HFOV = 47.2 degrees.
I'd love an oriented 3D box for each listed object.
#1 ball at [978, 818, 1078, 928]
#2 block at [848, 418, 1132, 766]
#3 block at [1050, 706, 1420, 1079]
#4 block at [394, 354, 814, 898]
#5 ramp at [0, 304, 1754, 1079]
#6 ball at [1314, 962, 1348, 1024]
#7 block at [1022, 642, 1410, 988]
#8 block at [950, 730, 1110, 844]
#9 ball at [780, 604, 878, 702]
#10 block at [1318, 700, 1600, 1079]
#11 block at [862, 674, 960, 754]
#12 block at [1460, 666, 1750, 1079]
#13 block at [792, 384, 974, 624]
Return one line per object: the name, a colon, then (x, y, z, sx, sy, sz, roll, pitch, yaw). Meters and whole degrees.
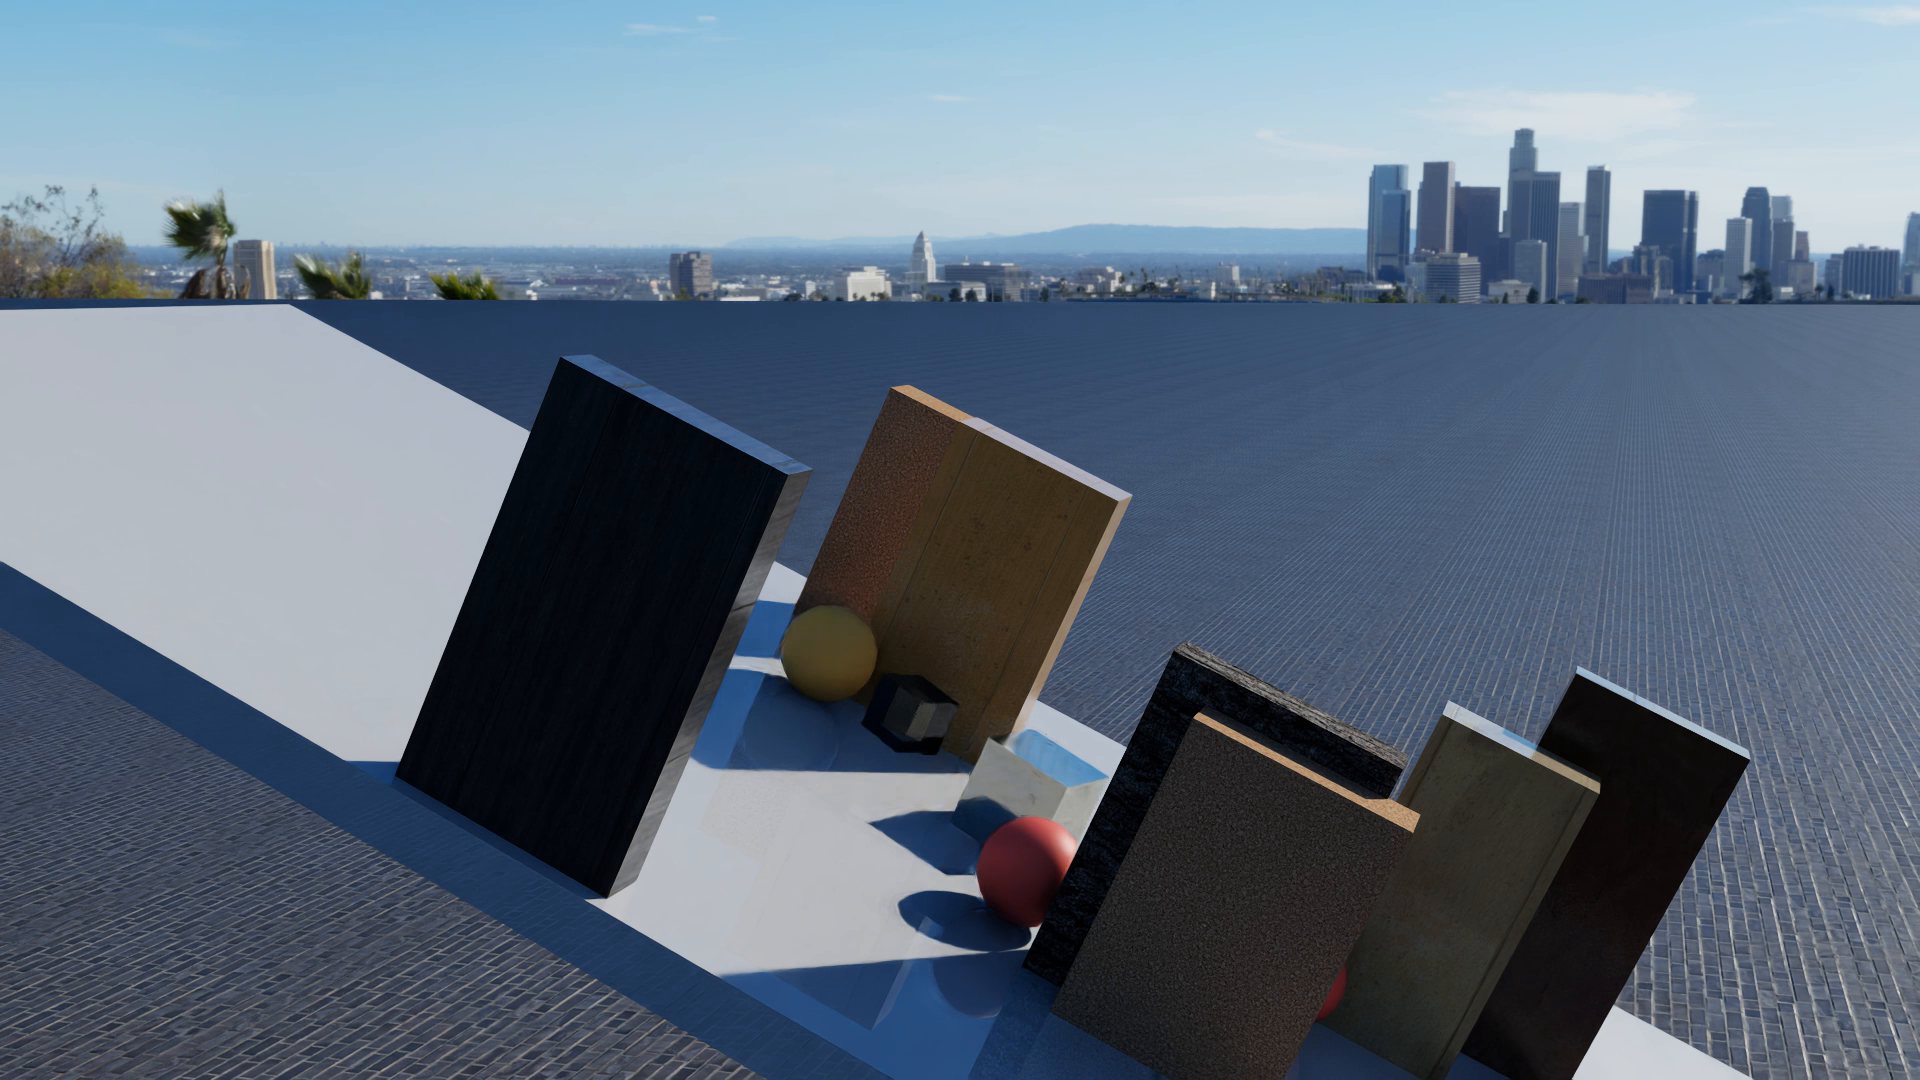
ball: (0.123, 0.573, 3.793, 0.187, 0.187, 0.187, 0, 7, 0)
block: (0.049, 0.112, 4.492, 0.361, 0.623, 0.126, 27, 14, 12)
block: (0.431, 0.593, 3.480, 0.373, 0.543, 0.116, 27, 14, 12)
block: (-0.534, 0.127, 3.254, 0.386, 0.700, 0.099, 27, 14, 12)
ramp: (-0.269, 0.459, 4.173, 4.000, 0.100, 2.000, 27, 14, 12)
ball: (0.589, 0.764, 3.874, 0.185, 0.185, 0.185, 0, 7, 0)
block: (0.411, 0.526, 3.583, 0.402, 0.598, 0.101, 27, 14, 12)
block: (0.132, 0.489, 4.142, 0.183, 0.183, 0.183, 31, 15, 25)
ball: (-0.264, 0.228, 4.434, 0.194, 0.194, 0.194, 0, 7, 0)
block: (0.866, 0.633, 3.936, 0.295, 0.610, 0.131, 27, 14, 12)
block: (-0.100, 0.350, 4.417, 0.117, 0.117, 0.117, 9, 20, -49)
block: (1.125, 0.640, 4.073, 0.334, 0.741, 0.084, 27, 14, 12)
block: (-0.131, -0.033, 4.877, 0.260, 0.559, 0.125, 27, 14, 12)
